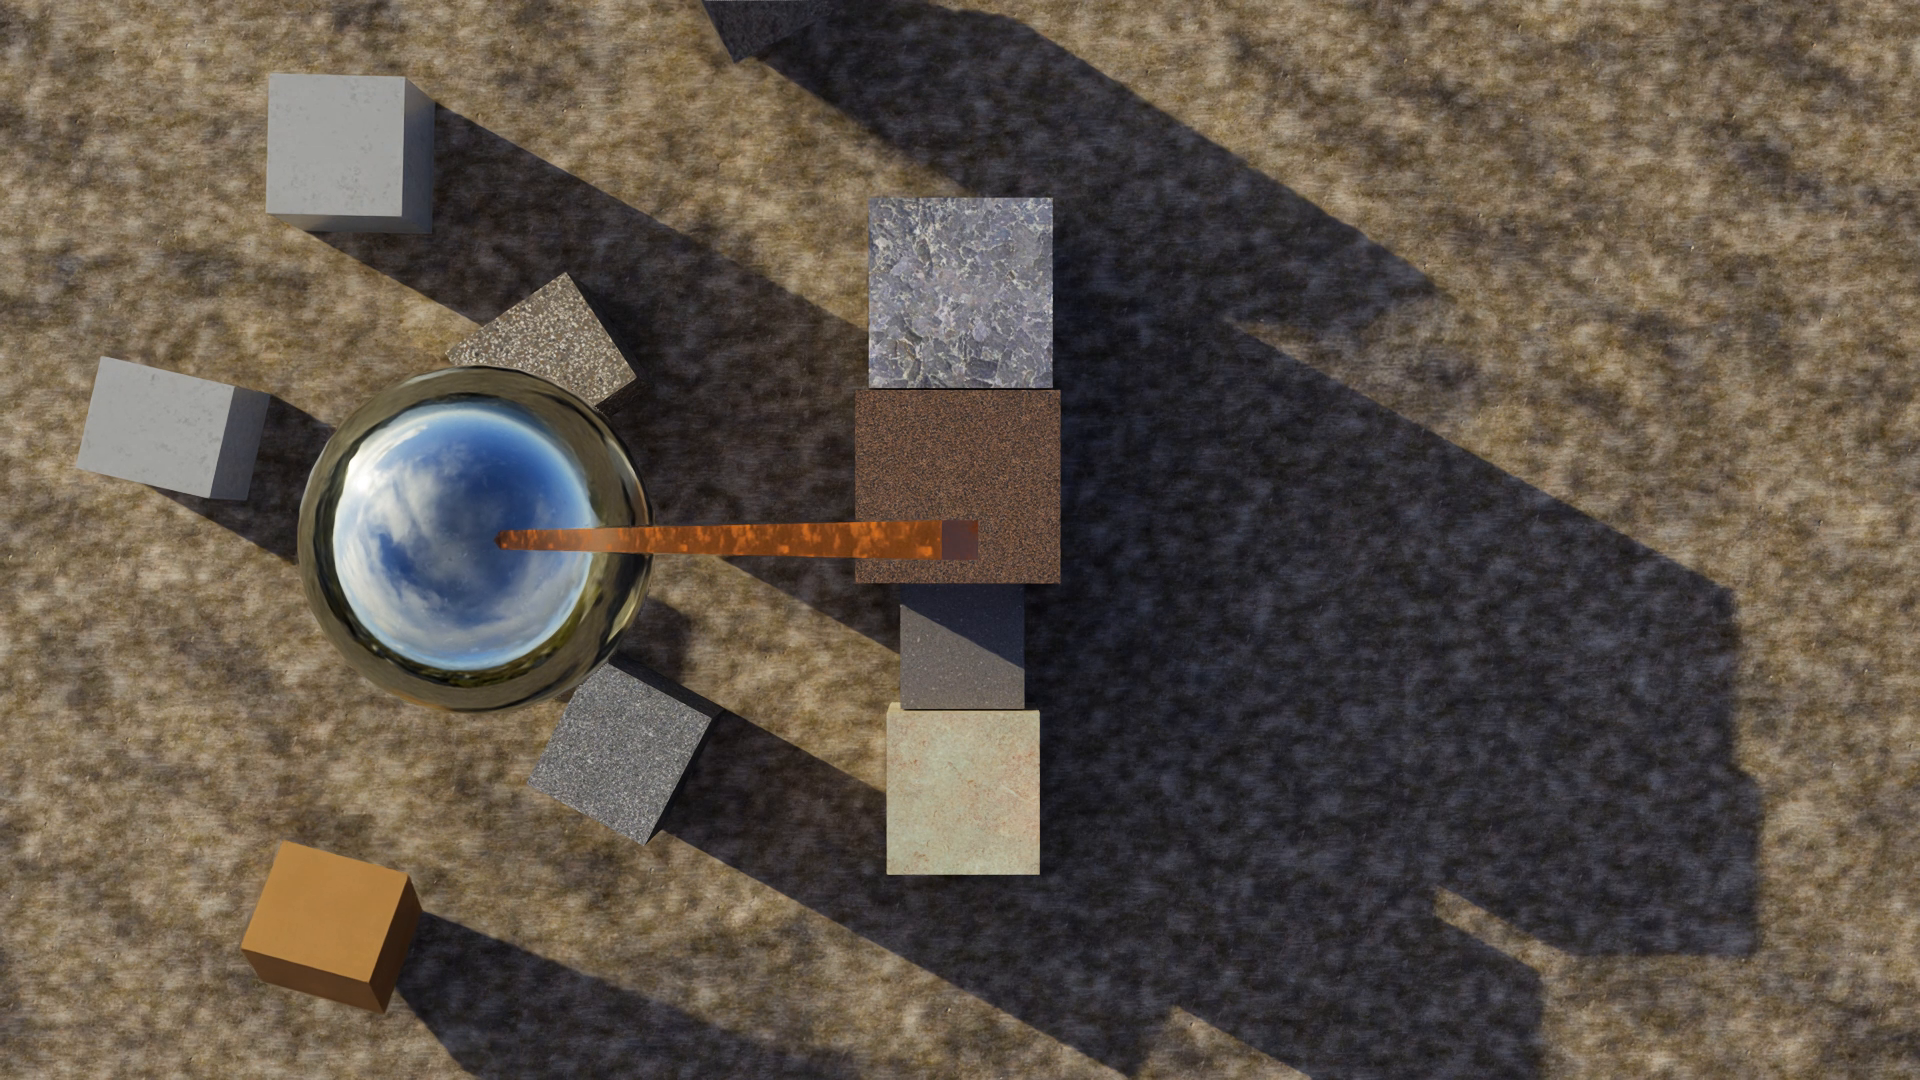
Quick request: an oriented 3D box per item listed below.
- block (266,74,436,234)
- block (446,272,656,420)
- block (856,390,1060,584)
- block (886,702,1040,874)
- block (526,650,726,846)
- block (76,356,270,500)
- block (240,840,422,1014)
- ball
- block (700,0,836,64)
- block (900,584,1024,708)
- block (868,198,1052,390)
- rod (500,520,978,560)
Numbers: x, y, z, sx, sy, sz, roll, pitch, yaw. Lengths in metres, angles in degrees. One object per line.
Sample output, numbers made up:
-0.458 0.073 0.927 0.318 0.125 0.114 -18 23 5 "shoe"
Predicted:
-3.491 -2.208 12.647 0.760 0.706 0.782 1 90 0 "block"
-2.336 -0.976 12.629 0.812 0.741 0.714 -34 90 0 "block"
-0.012 -0.289 12.459 1.113 1.082 1.047 0 90 0 "block"
0.018 1.409 12.612 0.850 0.776 0.899 0 90 0 "block"
-1.904 1.178 12.638 0.747 0.723 0.807 28 90 0 "block"
-4.521 -0.634 12.675 0.770 0.650 0.647 13 90 0 "block"
-3.561 2.212 12.526 0.730 0.742 0.638 15 64 0 "block"
-2.198 0.000 10.047 1.600 1.600 1.600 0 90 0 "ball"
-1.226 -3.285 12.497 0.640 0.713 0.784 -28 119 0 "block"
0.014 0.596 12.683 0.698 0.634 0.708 0 90 0 "block"
0.004 -1.342 12.471 0.998 1.058 1.034 0 90 0 "block"
-0.953 0.000 6.884 0.080 5.200 0.080 0 90 -21 "rod"
